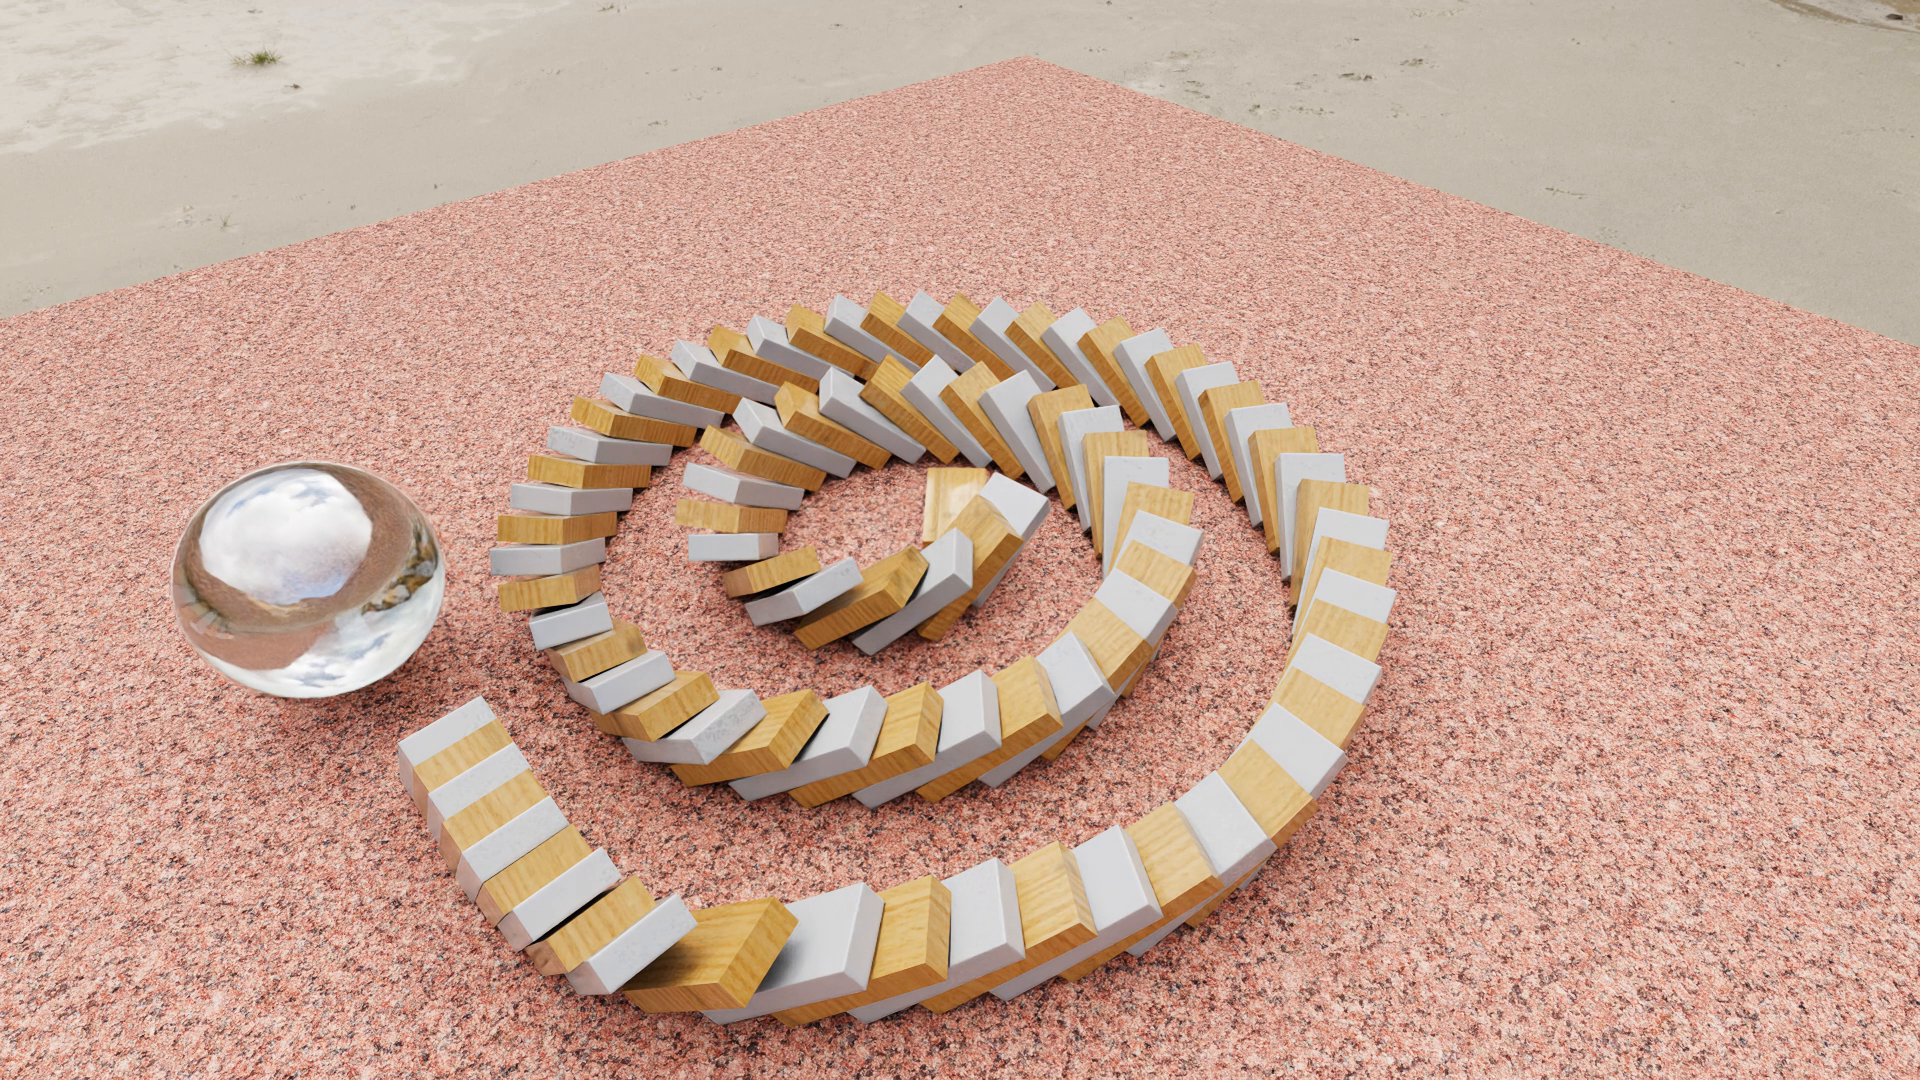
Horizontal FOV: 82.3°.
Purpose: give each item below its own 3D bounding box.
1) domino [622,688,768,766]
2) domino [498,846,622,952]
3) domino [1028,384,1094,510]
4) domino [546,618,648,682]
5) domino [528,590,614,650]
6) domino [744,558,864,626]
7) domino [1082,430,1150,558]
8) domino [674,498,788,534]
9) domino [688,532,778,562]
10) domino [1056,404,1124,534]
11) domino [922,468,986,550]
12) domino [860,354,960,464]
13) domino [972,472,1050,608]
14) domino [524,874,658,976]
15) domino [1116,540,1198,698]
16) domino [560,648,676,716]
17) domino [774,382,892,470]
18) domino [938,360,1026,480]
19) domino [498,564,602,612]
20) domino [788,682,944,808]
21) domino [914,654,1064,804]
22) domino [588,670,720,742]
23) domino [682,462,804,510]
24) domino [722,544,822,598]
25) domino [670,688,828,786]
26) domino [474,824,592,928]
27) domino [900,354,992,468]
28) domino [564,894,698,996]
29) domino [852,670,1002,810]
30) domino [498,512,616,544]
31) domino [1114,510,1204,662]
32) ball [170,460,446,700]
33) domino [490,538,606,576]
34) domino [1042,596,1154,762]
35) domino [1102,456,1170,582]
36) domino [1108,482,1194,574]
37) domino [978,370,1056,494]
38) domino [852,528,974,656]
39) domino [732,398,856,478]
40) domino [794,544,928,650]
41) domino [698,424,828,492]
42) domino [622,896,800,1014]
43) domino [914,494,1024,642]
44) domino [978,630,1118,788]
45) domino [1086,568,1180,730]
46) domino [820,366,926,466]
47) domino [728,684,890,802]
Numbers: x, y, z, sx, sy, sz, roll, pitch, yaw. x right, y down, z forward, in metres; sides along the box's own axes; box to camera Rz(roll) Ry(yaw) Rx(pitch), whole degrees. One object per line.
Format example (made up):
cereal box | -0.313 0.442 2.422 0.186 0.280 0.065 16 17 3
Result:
domino | -0.085 0.059 0.350 0.050 0.009 0.025 -11 22 49
domino | -0.108 0.097 0.296 0.025 0.050 0.009 -33 86 -34
domino | 0.049 -0.040 0.470 0.025 0.009 0.050 -15 78 -19
domino | -0.126 0.037 0.377 0.025 0.009 0.050 -23 10 -26
domino | -0.137 0.028 0.388 0.025 0.009 0.050 -16 7 -19
domino | -0.057 0.019 0.396 0.025 0.010 0.050 -30 7 -30
domino | 0.065 -0.019 0.445 0.025 0.009 0.050 -4 75 -5
domino | -0.089 -0.009 0.432 0.025 0.009 0.050 8 2 11
domino | -0.085 0.002 0.418 0.025 0.009 0.050 -1 1 -1
domino | 0.059 -0.030 0.458 0.025 0.010 0.050 -9 76 -12
domino | -0.002 -0.012 0.458 0.025 0.009 0.050 1 39 1
domino | -0.019 -0.059 0.492 0.050 0.010 0.025 38 39 -13
domino | 0.011 0.000 0.428 0.025 0.009 0.050 28 69 23
domino | -0.098 0.102 0.290 0.025 0.050 0.010 -34 87 -34
domino | 0.060 0.028 0.388 0.025 0.009 0.050 28 82 29
domino | -0.115 0.046 0.367 0.025 0.010 0.050 -26 11 -28
domino | -0.056 -0.050 0.482 0.050 0.010 0.025 23 27 -34
domino | 0.016 -0.053 0.486 0.050 0.010 0.025 49 51 -1
domino | -0.148 0.017 0.401 0.025 0.010 0.050 -7 4 -8
domino | -0.029 0.064 0.344 0.050 0.010 0.025 -25 31 26
domino | 0.007 0.060 0.349 0.050 0.009 0.025 -33 38 16
domino | -0.100 0.053 0.357 0.025 0.010 0.050 -33 14 -33
domino | -0.087 -0.021 0.447 0.025 0.010 0.050 18 5 21
domino | -0.070 0.012 0.405 0.025 0.010 0.050 -19 2 -22
domino | -0.067 0.062 0.345 0.050 0.010 0.025 -18 25 39
domino | -0.117 0.093 0.301 0.025 0.050 0.009 -34 86 -33
domino | -0.001 -0.057 0.491 0.050 0.010 0.025 44 46 -6
domino | -0.087 0.106 0.286 0.025 0.050 0.010 -34 87 -34
domino | -0.011 0.063 0.345 0.050 0.010 0.025 -30 35 20
domino | -0.156 -0.006 0.429 0.025 0.010 0.050 3 5 4
domino | 0.068 0.017 0.401 0.025 0.010 0.050 21 80 22
ball | -0.218 0.013 0.372 0.080 0.080 0.080 0 39 0
domino | -0.154 0.006 0.415 0.025 0.009 0.050 -1 4 0
domino | 0.038 0.046 0.366 0.050 0.009 0.025 -48 51 1
domino | 0.069 -0.007 0.431 0.025 0.009 0.050 2 75 2
domino | 0.071 0.005 0.415 0.025 0.010 0.050 12 78 13
domino | 0.032 -0.047 0.479 0.025 0.010 0.050 -32 86 -33
domino | -0.017 0.019 0.396 0.050 0.009 0.025 -35 31 26
domino | -0.071 -0.044 0.474 0.050 0.010 0.025 19 22 -42
domino | -0.036 0.021 0.394 0.050 0.010 0.025 -26 22 38
domino | -0.082 -0.034 0.462 0.025 0.009 0.050 32 10 33
domino | -0.065 0.108 0.286 0.050 0.009 0.025 -26 21 43
domino | -0.001 0.010 0.405 0.009 0.050 0.025 27 19 -44
domino | 0.023 0.055 0.355 0.050 0.009 0.025 -39 42 10
domino | 0.050 0.037 0.377 0.025 0.010 0.050 33 85 34
domino | -0.039 -0.055 0.488 0.050 0.009 0.025 28 31 -26
domino | -0.047 0.064 0.344 0.050 0.009 0.025 -22 29 30
